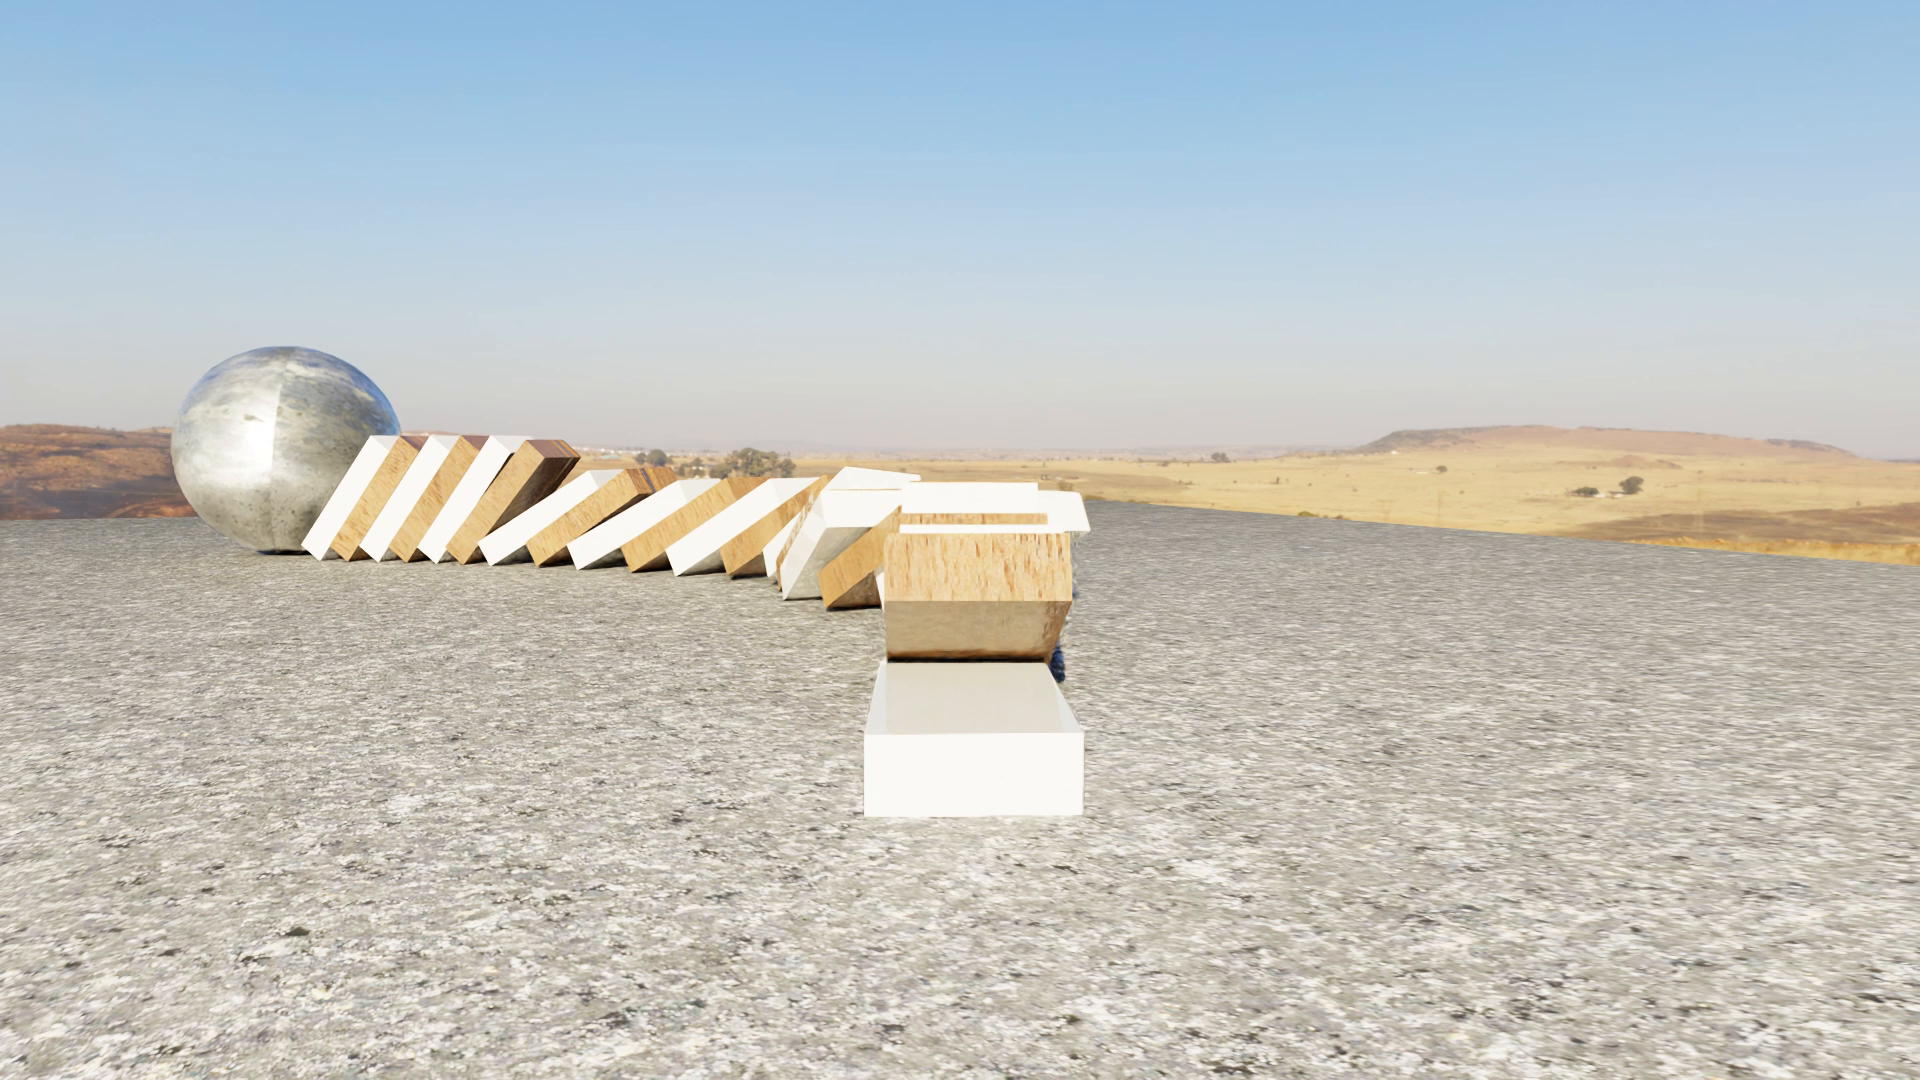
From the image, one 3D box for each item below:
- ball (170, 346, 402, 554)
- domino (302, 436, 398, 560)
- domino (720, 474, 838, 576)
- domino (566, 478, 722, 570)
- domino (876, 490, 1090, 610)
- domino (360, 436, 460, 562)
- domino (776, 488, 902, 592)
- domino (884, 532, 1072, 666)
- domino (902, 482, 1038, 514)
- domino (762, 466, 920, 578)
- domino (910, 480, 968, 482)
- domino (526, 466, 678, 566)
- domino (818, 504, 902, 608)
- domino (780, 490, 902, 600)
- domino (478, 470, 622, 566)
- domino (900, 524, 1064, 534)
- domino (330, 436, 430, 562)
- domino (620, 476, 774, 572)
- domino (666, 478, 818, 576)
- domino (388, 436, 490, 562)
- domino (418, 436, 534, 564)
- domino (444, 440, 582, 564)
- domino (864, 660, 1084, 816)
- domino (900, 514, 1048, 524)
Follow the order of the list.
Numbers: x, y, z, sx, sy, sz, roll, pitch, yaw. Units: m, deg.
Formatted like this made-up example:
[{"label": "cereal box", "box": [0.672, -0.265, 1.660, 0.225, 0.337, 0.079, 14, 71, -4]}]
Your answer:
[{"label": "ball", "box": [-0.258, -0.035, 0.496, 0.080, 0.080, 0.080, 0, 4, 0]}, {"label": "domino", "box": [-0.219, -0.016, 0.474, 0.009, 0.050, 0.025, 39, 11, 8]}, {"label": "domino", "box": [-0.048, -0.004, 0.396, 0.050, 0.009, 0.025, -31, -19, 33]}, {"label": "domino", "box": [-0.106, -0.005, 0.436, 0.050, 0.009, 0.025, -27, -6, 22]}, {"label": "domino", "box": [0.004, 0.004, 0.300, 0.025, 0.010, 0.050, 1, -25, -37]}, {"label": "domino", "box": [-0.195, -0.015, 0.469, 0.010, 0.050, 0.025, 39, 11, 8]}, {"label": "domino", "box": [-0.034, 0.001, 0.355, 0.025, 0.010, 0.050, -2, -22, -21]}, {"label": "domino", "box": [0.001, 0.013, 0.194, 0.025, 0.010, 0.050, 0, -21, -2]}, {"label": "domino", "box": [0.001, 0.005, 0.257, 0.025, 0.009, 0.050, 0, -28, -3]}, {"label": "domino", "box": [-0.034, -0.004, 0.375, 0.025, 0.009, 0.050, 5, -30, -37]}, {"label": "domino", "box": [0.001, 0.004, 0.275, 0.025, 0.010, 0.050, 1, -28, -4]}, {"label": "domino", "box": [-0.123, -0.008, 0.443, 0.050, 0.010, 0.025, -31, -8, 22]}, {"label": "domino", "box": [-0.012, 0.003, 0.315, 0.025, 0.009, 0.050, 0, -24, -37]}, {"label": "domino", "box": [-0.029, 0.002, 0.333, 0.025, 0.009, 0.050, -2, -22, -21]}, {"label": "domino", "box": [-0.142, -0.008, 0.454, 0.050, 0.010, 0.025, -30, -3, 13]}, {"label": "domino", "box": [0.002, 0.011, 0.217, 0.025, 0.009, 0.050, 0, -21, -3]}, {"label": "domino", "box": [-0.207, -0.015, 0.471, 0.010, 0.050, 0.025, 39, 11, 8]}, {"label": "domino", "box": [-0.085, -0.005, 0.423, 0.050, 0.010, 0.025, -29, -10, 27]}, {"label": "domino", "box": [-0.068, -0.004, 0.411, 0.050, 0.009, 0.025, -30, -12, 30]}, {"label": "domino", "box": [-0.184, -0.015, 0.466, 0.010, 0.050, 0.025, 39, 11, 8]}, {"label": "domino", "box": [-0.172, -0.015, 0.464, 0.009, 0.050, 0.025, 39, 11, 8]}, {"label": "domino", "box": [-0.160, -0.014, 0.459, 0.010, 0.050, 0.025, 42, 12, 7]}, {"label": "domino", "box": [0.001, 0.025, 0.171, 0.025, 0.010, 0.050, 0, 4, -1]}, {"label": "domino", "box": [0.001, 0.009, 0.238, 0.025, 0.010, 0.050, 0, -22, -3]}]
